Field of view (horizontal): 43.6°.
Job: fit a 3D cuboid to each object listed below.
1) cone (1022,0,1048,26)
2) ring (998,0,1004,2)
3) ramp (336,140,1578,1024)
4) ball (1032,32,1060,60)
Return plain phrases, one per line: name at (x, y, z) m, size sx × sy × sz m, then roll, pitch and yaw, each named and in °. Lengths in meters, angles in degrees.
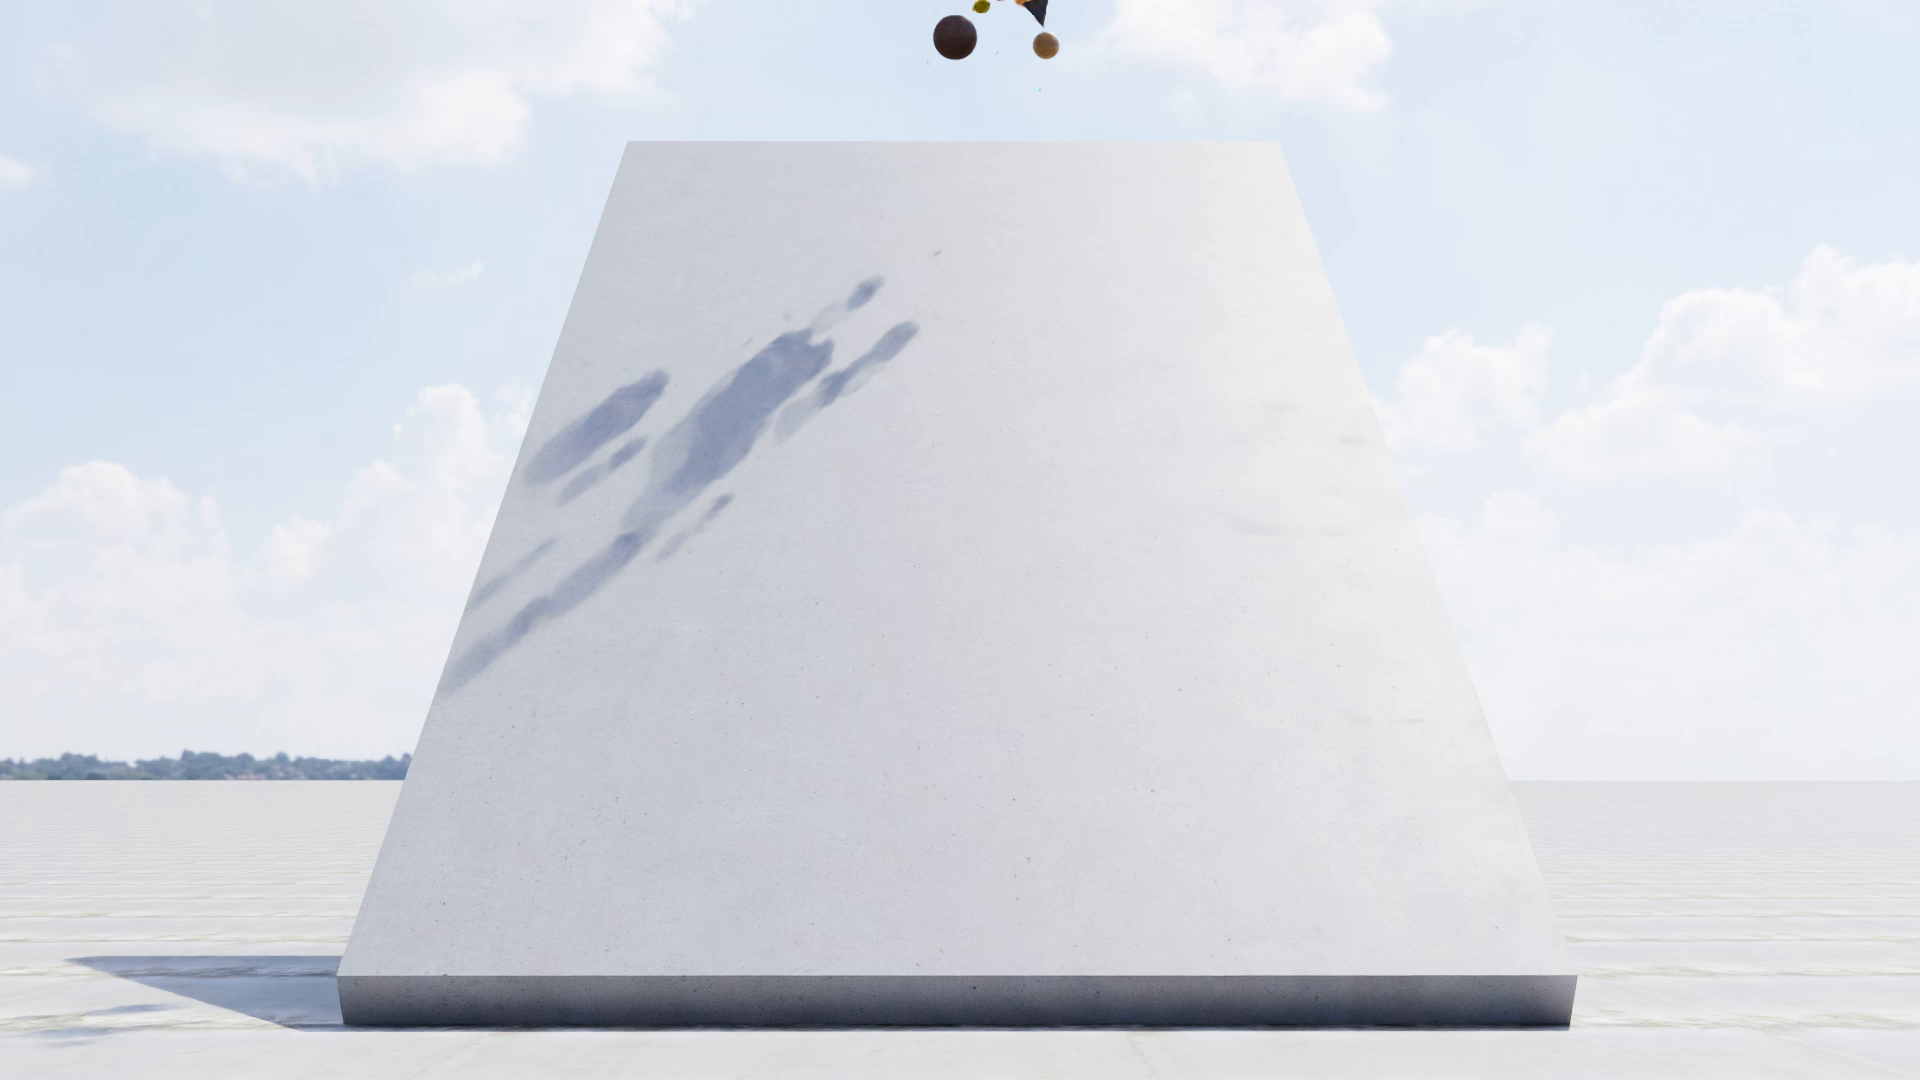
cone at (0.232, -1.535, 6.989) m, size 0.083 × 0.083 × 0.083 m, roll -17°, pitch 7°, yaw 2°
ring at (0.109, -1.613, 6.963) m, size 0.034 × 0.101 × 0.101 m, roll -14°, pitch -11°, yaw 26°
ramp at (-0.012, -0.218, 5.638) m, size 2.000 × 0.100 × 4.000 m, roll 0°, pitch 29°, yaw 0°
ball at (0.251, -1.437, 6.964) m, size 0.081 × 0.081 × 0.081 m, roll 0°, pitch -6°, yaw 0°
